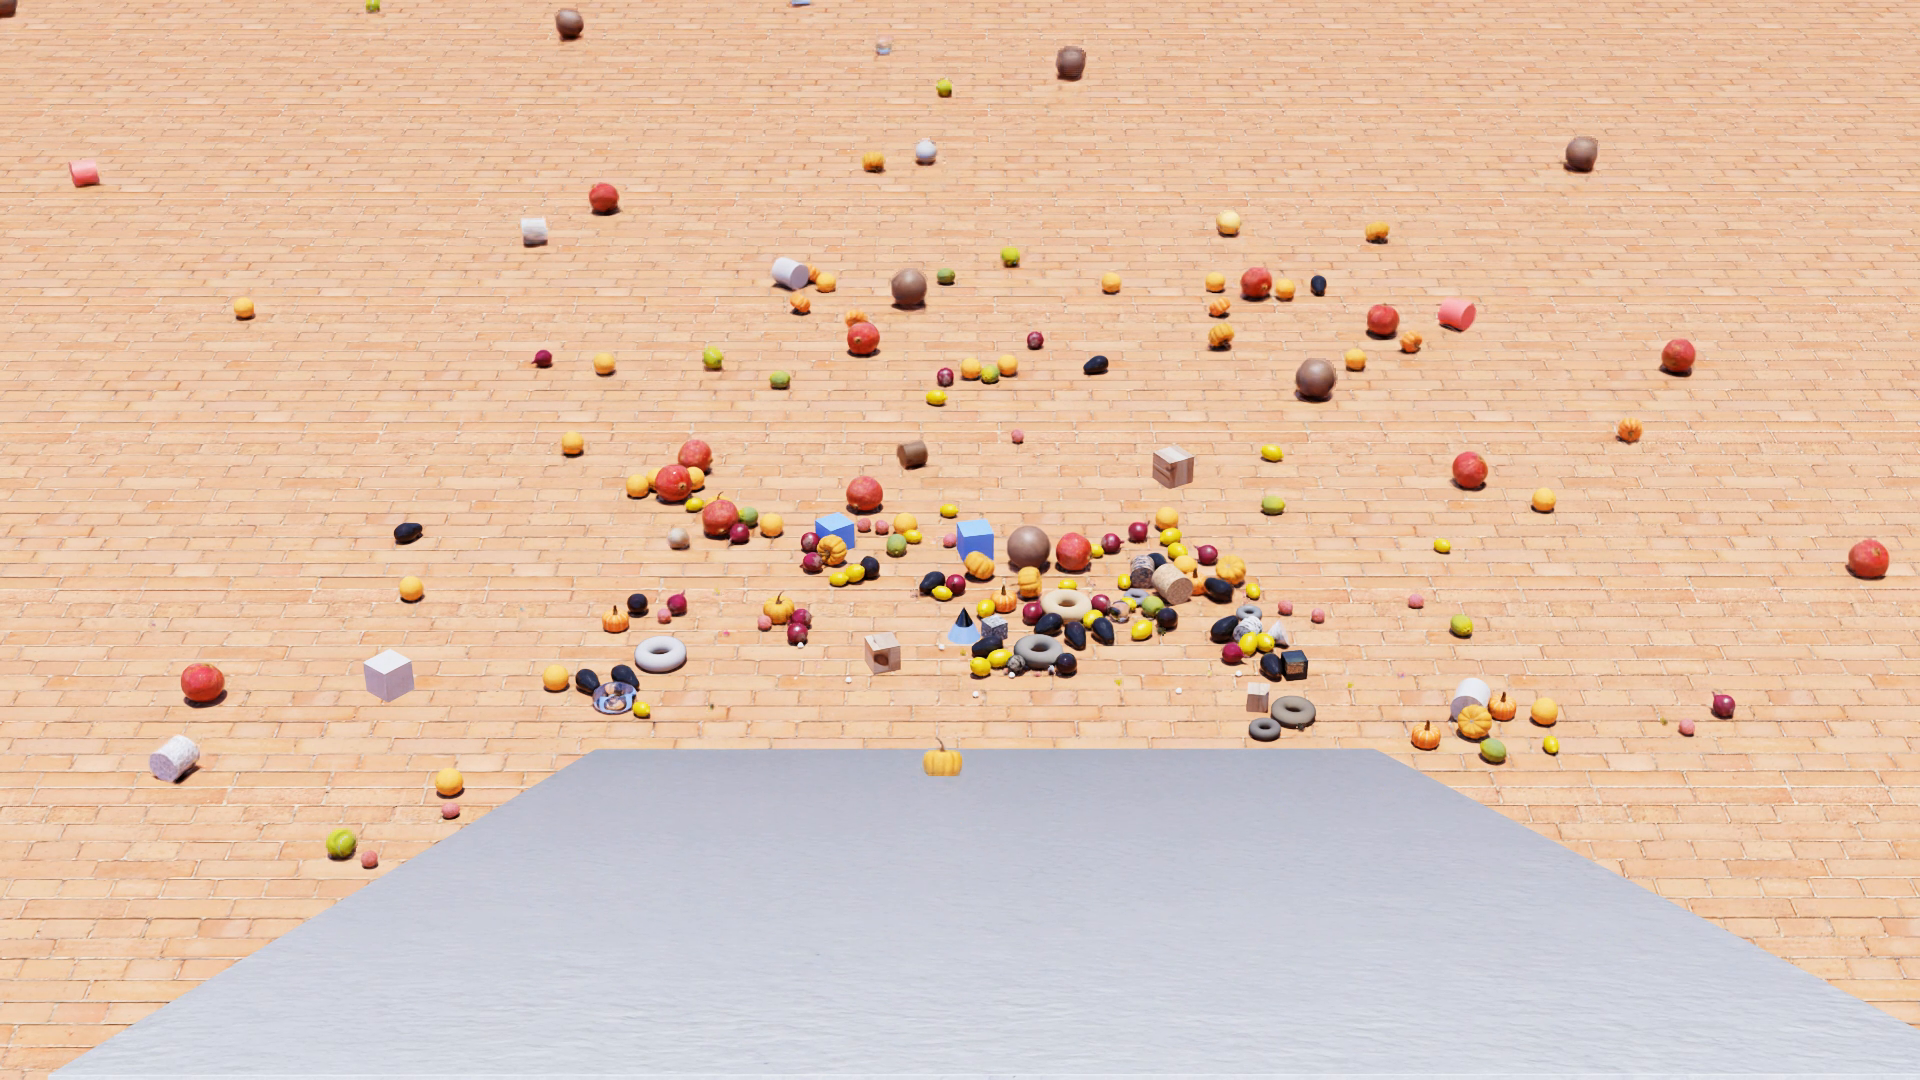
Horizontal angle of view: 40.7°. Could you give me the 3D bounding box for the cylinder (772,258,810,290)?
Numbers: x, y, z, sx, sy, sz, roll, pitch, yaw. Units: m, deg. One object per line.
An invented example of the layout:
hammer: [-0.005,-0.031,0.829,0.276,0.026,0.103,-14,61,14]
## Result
cylinder: [-0.615,-0.965,9.373,0.097,0.097,0.097,25,38,37]

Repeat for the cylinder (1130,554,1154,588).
cylinder: [0.531,0.093,7.530,0.073,0.073,0.073,1,30,2]

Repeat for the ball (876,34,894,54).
ball: [-0.341,-2.227,11.617,0.081,0.081,0.081,0,30,0]

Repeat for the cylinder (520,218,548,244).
cylinder: [-1.601,-1.159,9.721,0.090,0.090,0.090,-7,30,-12]

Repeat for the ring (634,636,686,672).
ring: [-0.829,0.315,7.163,0.146,0.049,0.146,-1,30,1]

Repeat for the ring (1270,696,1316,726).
ring: [0.892,0.458,6.918,0.121,0.040,0.121,1,30,-1]

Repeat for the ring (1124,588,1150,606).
ring: [0.508,0.166,7.448,0.078,0.026,0.078,1,30,-1]

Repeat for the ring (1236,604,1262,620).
ring: [0.824,0.210,7.372,0.075,0.025,0.075,0,31,0]

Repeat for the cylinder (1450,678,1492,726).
cylinder: [1.364,0.432,6.911,0.092,0.092,0.092,10,31,18]

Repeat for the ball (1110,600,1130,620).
ball: [0.455,0.201,7.354,0.058,0.058,0.058,0,30,0]

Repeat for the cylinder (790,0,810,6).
cylinder: [-0.757,-2.574,12.222,0.085,0.085,0.085,-13,31,-9]

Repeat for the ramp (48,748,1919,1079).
ramp: [0.066,0.591,4.644,2.000,0.100,4.000,0,0,0]

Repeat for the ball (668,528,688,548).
ball: [-0.840,-0.007,7.716,0.062,0.062,0.062,0,30,0]

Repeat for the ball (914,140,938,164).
ball: [-0.137,-1.567,10.442,0.090,0.090,0.090,0,30,0]

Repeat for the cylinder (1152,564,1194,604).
cylinder: [0.612,0.127,7.452,0.089,0.089,0.089,-13,32,-22]

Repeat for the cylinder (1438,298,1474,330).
cylinder: [1.741,-0.793,9.073,0.093,0.093,0.093,23,37,35]

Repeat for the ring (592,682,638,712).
ring: [-0.932,0.424,6.978,0.123,0.041,0.123,-1,30,1]

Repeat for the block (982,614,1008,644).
block: [0.097,0.250,7.270,0.054,0.054,0.054,-18,34,-29]

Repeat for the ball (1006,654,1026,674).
ball: [0.154,0.342,7.111,0.052,0.052,0.052,0,30,0]

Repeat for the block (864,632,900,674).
block: [-0.213,0.312,7.136,0.079,0.079,0.079,-10,31,-18]

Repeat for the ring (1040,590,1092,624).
ring: [0.303,0.190,7.381,0.149,0.050,0.149,1,30,-1]

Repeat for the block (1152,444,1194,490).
block: [0.665,-0.228,8.076,0.091,0.091,0.091,-17,34,-27]

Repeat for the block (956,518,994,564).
block: [0.045,0.004,7.668,0.091,0.091,0.091,-7,30,-11]

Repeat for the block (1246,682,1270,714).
block: [0.802,0.424,6.960,0.057,0.057,0.057,4,30,6]

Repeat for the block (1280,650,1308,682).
block: [0.916,0.345,7.098,0.060,0.060,0.060,-5,30,-9]

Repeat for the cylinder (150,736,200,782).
cylinder: [-2.029,0.565,6.681,0.088,0.088,0.088,12,32,20]

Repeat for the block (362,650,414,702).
block: [-1.550,0.369,7.023,0.092,0.092,0.092,23,37,34]

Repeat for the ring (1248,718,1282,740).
ring: [0.808,0.501,6.854,0.087,0.029,0.087,-1,29,1]

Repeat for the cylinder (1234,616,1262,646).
cylinder: [0.808,0.254,7.255,0.062,0.062,0.062,17,34,27]

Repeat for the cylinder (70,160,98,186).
cylinder: [-3.468,-1.455,10.241,0.092,0.092,0.092,-10,31,-28]

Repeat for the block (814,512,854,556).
block: [-0.373,-0.018,7.714,0.084,0.084,0.084,-20,35,-31]

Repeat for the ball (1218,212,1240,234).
ball: [1.020,-1.200,9.797,0.087,0.087,0.087,0,30,0]

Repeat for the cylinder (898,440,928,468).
cylinder: [-0.149,-0.271,8.171,0.073,0.073,0.073,-14,32,-22]

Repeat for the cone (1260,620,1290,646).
cone: [0.872,0.273,7.250,0.078,0.078,0.078,-22,26,15]

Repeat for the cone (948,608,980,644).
cone: [0.011,0.228,7.267,0.096,0.096,0.096,0,30,0]

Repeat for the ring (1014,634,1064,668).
ring: [0.217,0.309,7.175,0.139,0.046,0.139,1,30,-1]
